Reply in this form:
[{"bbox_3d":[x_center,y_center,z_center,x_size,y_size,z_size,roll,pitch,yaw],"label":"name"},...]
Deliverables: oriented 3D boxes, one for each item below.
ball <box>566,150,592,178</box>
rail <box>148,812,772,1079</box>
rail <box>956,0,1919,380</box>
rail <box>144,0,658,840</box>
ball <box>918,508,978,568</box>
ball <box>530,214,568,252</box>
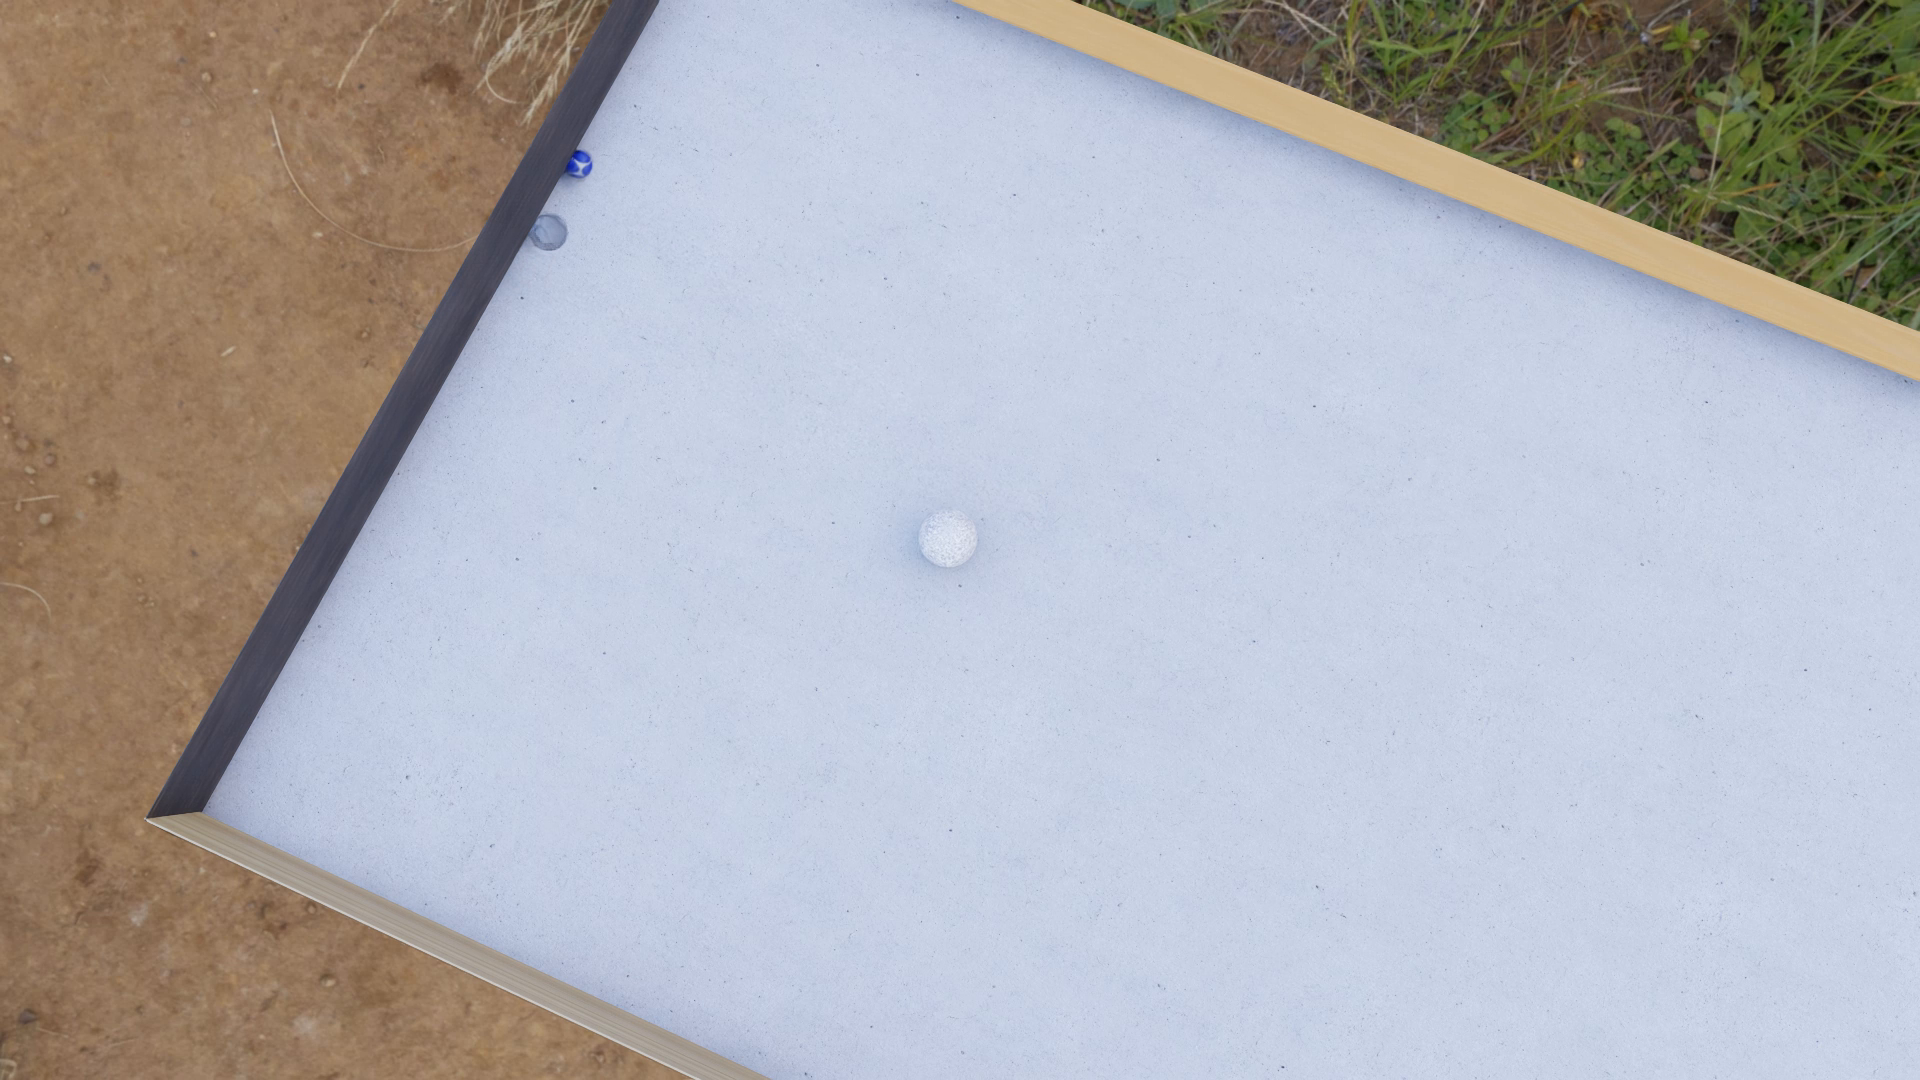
[{"bbox_3d":[-0.628,-0.619,3.620,0.046,0.046,0.046,0,72,0],"label":"ball"},{"bbox_3d":[0.453,1.098,3.016,3.563,0.119,0.045,23,73,7],"label":"rail"},{"bbox_3d":[1.172,-0.419,3.516,3.563,0.119,0.045,23,73,7],"label":"rail"},{"bbox_3d":[-0.791,-0.346,3.491,0.045,0.119,1.799,23,73,7],"label":"rail"},{"bbox_3d":[-0.018,-0.003,3.394,0.092,0.092,0.092,0,72,0],"label":"ball"},{"bbox_3d":[-0.669,-0.500,3.574,0.061,0.061,0.061,0,72,0],"label":"ball"}]
